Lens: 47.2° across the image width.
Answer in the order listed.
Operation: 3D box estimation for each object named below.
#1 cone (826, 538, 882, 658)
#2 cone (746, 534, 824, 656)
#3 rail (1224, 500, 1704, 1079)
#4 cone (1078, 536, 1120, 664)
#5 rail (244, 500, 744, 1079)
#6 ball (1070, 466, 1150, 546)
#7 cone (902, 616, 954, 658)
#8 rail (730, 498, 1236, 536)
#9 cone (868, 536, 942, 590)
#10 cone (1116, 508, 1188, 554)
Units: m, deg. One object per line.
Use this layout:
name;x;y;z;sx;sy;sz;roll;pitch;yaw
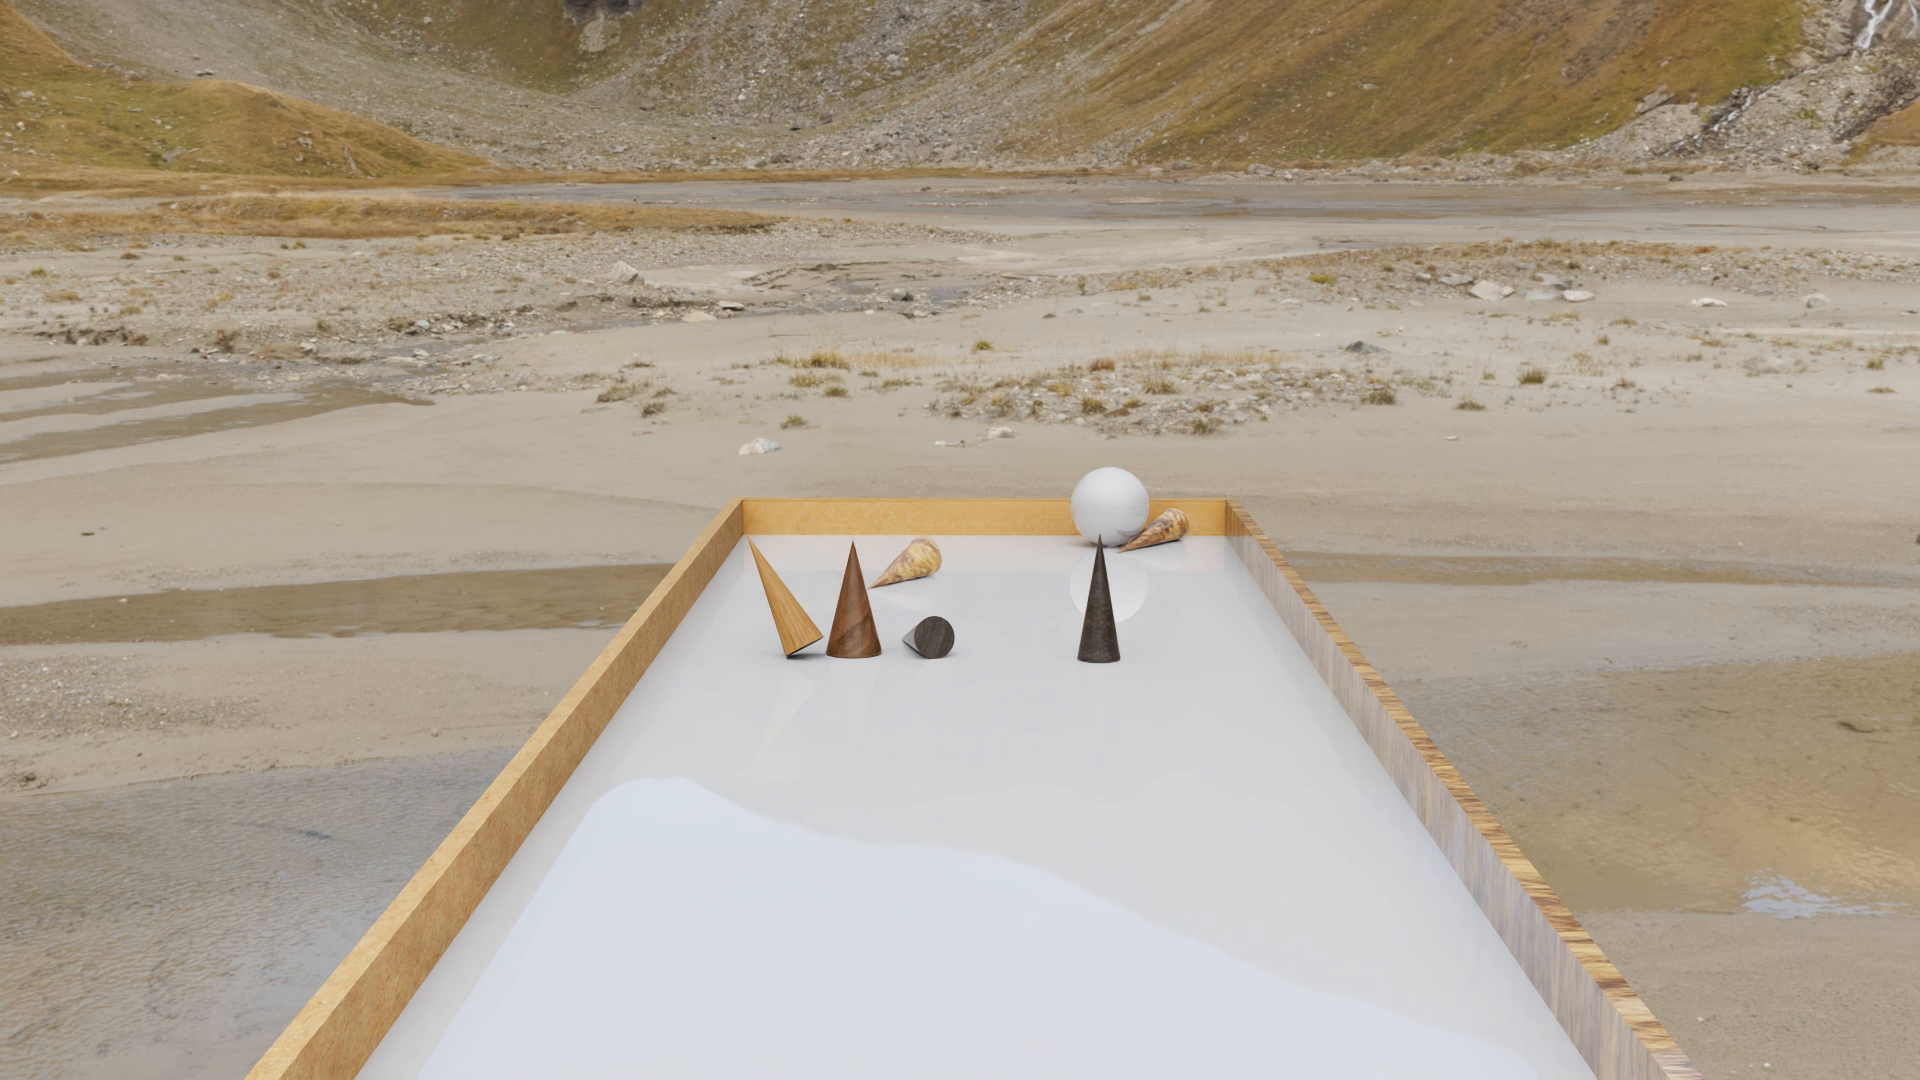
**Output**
cone;-0.328;0.172;6.778;0.178;0.358;0.178;0;9;0
cone;-0.566;0.153;6.746;0.132;0.392;0.132;-28;-4;-2
rail;1.046;0.843;3.208;0.050;0.150;12.000;0;9;1
cone;0.424;0.167;6.688;0.134;0.396;0.134;0;9;0
rail;-1.004;0.839;3.234;0.050;0.150;12.000;0;9;1
ball;0.603;-0.136;8.849;0.318;0.318;0.318;0;9;0
cone;-0.133;0.306;6.871;0.131;0.131;0.322;-3;-3;-20
rail;0.099;-0.098;9.147;2.100;0.150;0.050;0;9;1
cone;-0.232;0.117;8.039;0.146;0.146;0.383;6;21;32
cone;0.747;-0.007;8.844;0.133;0.133;0.456;7;19;36
